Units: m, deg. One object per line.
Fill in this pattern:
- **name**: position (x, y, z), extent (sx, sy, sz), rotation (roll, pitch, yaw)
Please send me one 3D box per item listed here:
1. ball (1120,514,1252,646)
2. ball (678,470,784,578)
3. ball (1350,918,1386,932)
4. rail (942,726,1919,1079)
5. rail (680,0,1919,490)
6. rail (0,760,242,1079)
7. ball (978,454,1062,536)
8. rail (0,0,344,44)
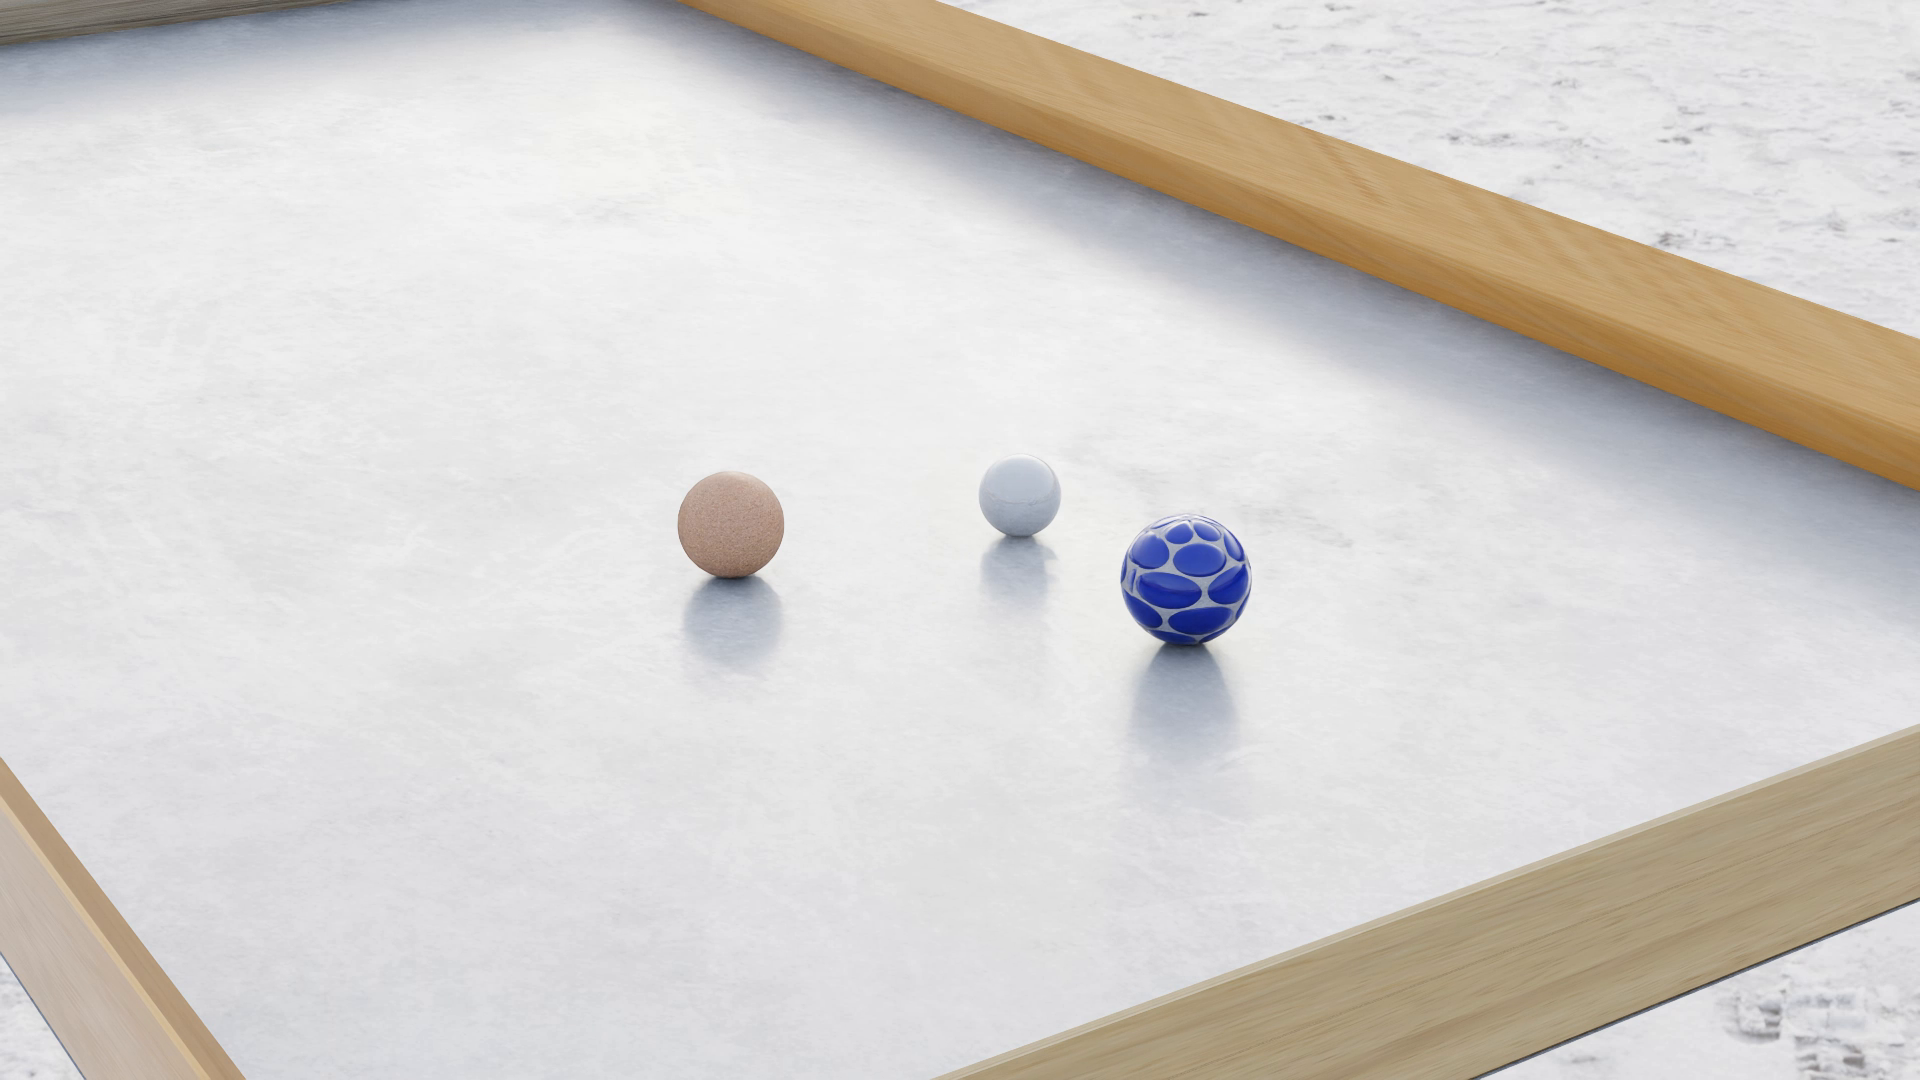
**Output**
- **ball**: position (0.171, 0.030, 2.223), extent (0.100, 0.100, 0.100), rotation (0, 23, 0)
- **ball**: position (-0.182, -0.012, 2.341), extent (0.086, 0.086, 0.086), rotation (0, 23, 0)
- **ball**: position (0.251, 0.257, 1.727), extent (0.069, 0.069, 0.069), rotation (0, 23, 0)
- **rail**: position (0.395, 0.214, 1.747), extent (1.606, 0.130, 0.045), rotation (-14, 27, -30)
- **rail**: position (0.246, -0.434, 3.278), extent (0.045, 0.130, 2.999), rotation (-14, 27, -30)
- **rail**: position (-1.062, -0.103, 2.497), extent (0.045, 0.130, 2.999), rotation (-14, 27, -30)
- **ball**: position (0.049, -0.037, 2.421), extent (0.069, 0.069, 0.069), rotation (0, 23, 0)
- **rail**: position (-1.211, -0.751, 4.028), extent (1.606, 0.130, 0.045), rotation (-14, 27, -30)
